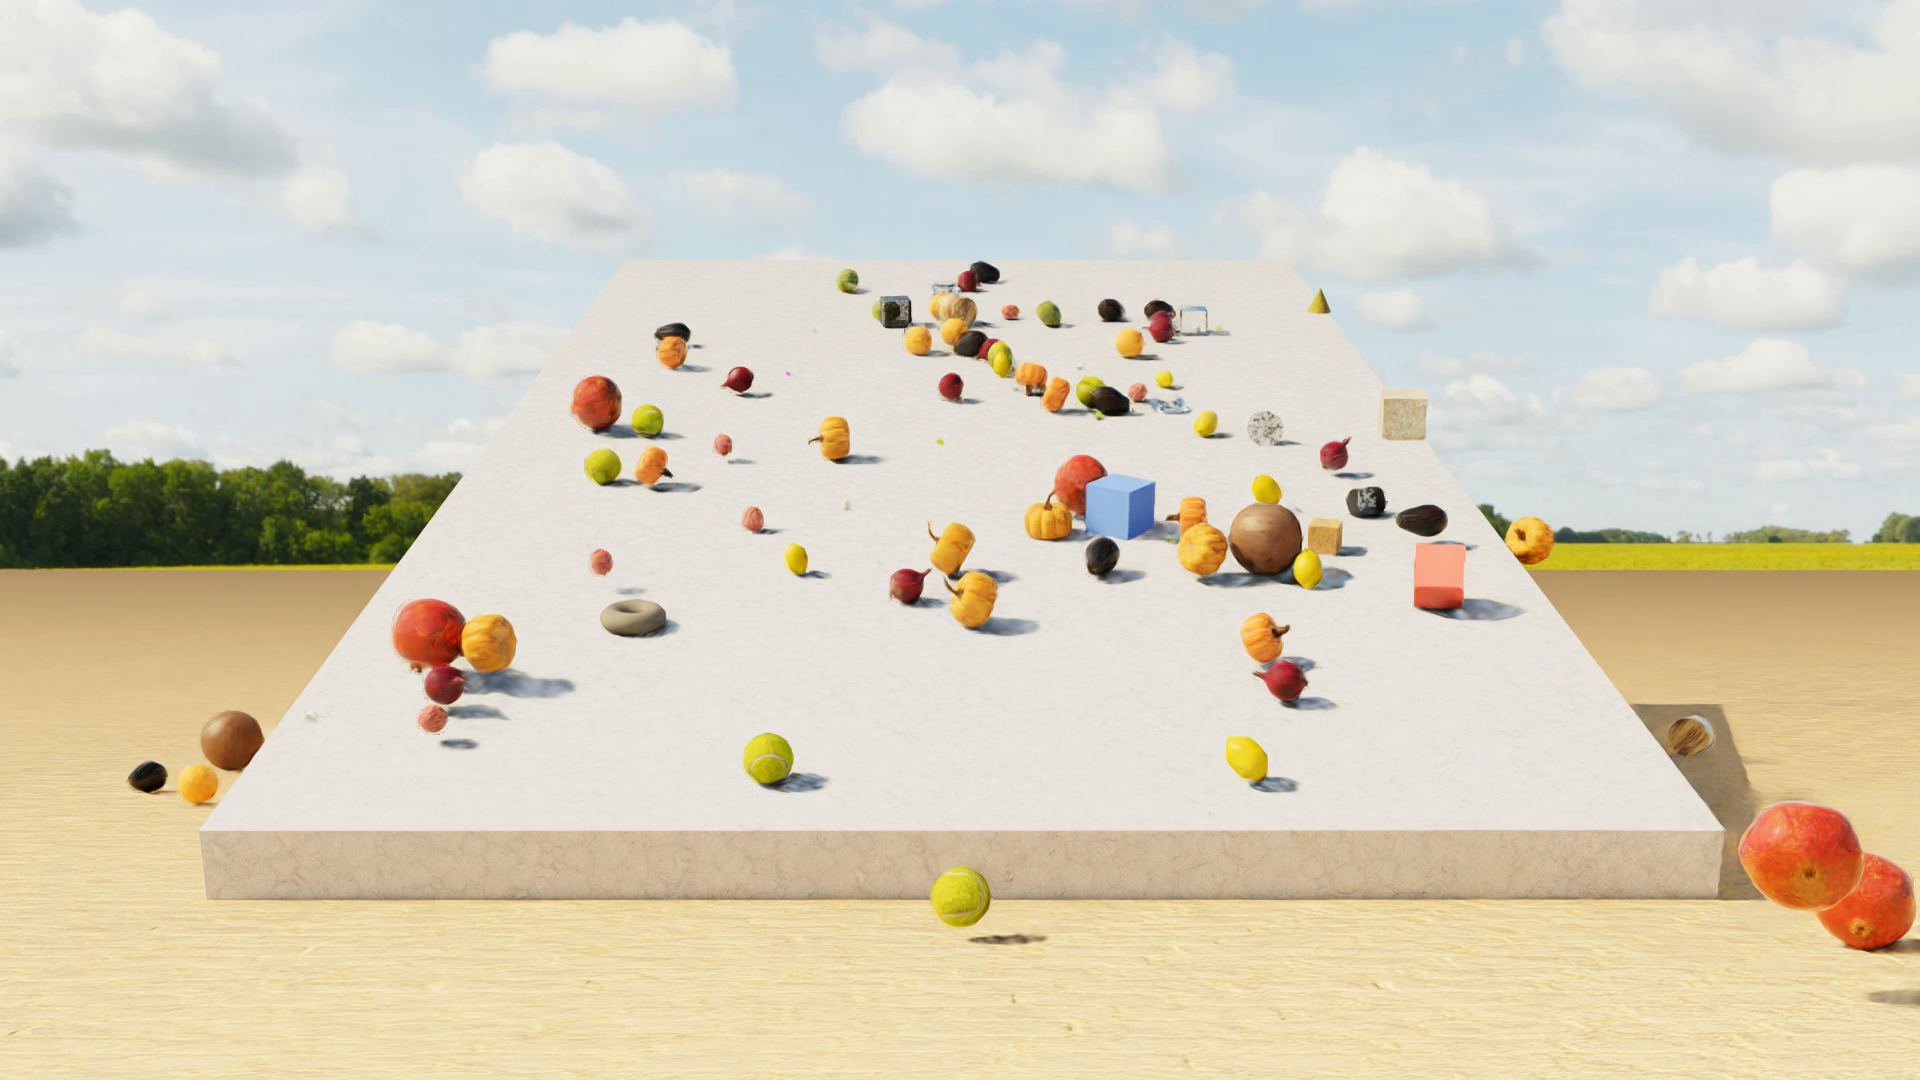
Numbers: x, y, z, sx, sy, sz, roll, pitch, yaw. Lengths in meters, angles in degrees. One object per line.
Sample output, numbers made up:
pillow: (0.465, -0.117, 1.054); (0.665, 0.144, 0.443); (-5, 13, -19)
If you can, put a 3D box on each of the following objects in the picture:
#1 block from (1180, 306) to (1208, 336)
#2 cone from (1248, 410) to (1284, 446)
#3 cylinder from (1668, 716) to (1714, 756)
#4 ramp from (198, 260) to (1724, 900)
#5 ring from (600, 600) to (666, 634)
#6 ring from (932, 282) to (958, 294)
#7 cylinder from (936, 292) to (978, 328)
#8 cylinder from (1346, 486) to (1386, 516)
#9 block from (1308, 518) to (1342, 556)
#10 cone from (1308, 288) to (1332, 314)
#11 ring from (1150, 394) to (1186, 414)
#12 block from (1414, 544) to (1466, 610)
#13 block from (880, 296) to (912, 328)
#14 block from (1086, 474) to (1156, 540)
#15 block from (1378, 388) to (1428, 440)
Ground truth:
block: (0.603, -0.566, 5.768); (0.064, 0.064, 0.064); (0, 18, 1)
cone: (0.647, -0.231, 4.774); (0.077, 0.077, 0.077); (0, -9, 0)
cylinder: (1.695, 0.453, 5.177); (0.088, 0.088, 0.088); (0, 0, 28)
ramp: (-0.003, -0.184, 4.847); (2.000, 0.100, 4.000); (0, 18, 0)
ring: (-0.536, 0.126, 3.659); (0.107, 0.036, 0.107); (0, 17, 0)
ring: (-0.042, -0.708, 6.273); (0.076, 0.025, 0.076); (-1, 18, 0)
cylinder: (-0.009, -0.604, 5.861); (0.079, 0.079, 0.079); (0, 15, -35)
cylinder: (0.773, -0.073, 4.254); (0.053, 0.053, 0.053); (-8, 3, -24)
block: (0.661, -0.006, 4.048); (0.052, 0.052, 0.052); (6, 19, 18)
cone: (0.971, -0.650, 6.027); (0.066, 0.066, 0.066); (0, 18, 0)
ring: (0.467, -0.305, 5.017); (0.083, 0.028, 0.083); (0, 22, 0)
block: (0.801, 0.061, 3.738); (0.080, 0.080, 0.080); (2, -28, 10)
block: (-0.168, -0.598, 5.854); (0.071, 0.071, 0.071); (-4, 18, -11)
block: (0.299, -0.062, 4.155); (0.092, 0.092, 0.092); (13, 22, 34)
block: (0.952, -0.271, 4.809); (0.091, 0.091, 0.091); (1, 18, 4)
